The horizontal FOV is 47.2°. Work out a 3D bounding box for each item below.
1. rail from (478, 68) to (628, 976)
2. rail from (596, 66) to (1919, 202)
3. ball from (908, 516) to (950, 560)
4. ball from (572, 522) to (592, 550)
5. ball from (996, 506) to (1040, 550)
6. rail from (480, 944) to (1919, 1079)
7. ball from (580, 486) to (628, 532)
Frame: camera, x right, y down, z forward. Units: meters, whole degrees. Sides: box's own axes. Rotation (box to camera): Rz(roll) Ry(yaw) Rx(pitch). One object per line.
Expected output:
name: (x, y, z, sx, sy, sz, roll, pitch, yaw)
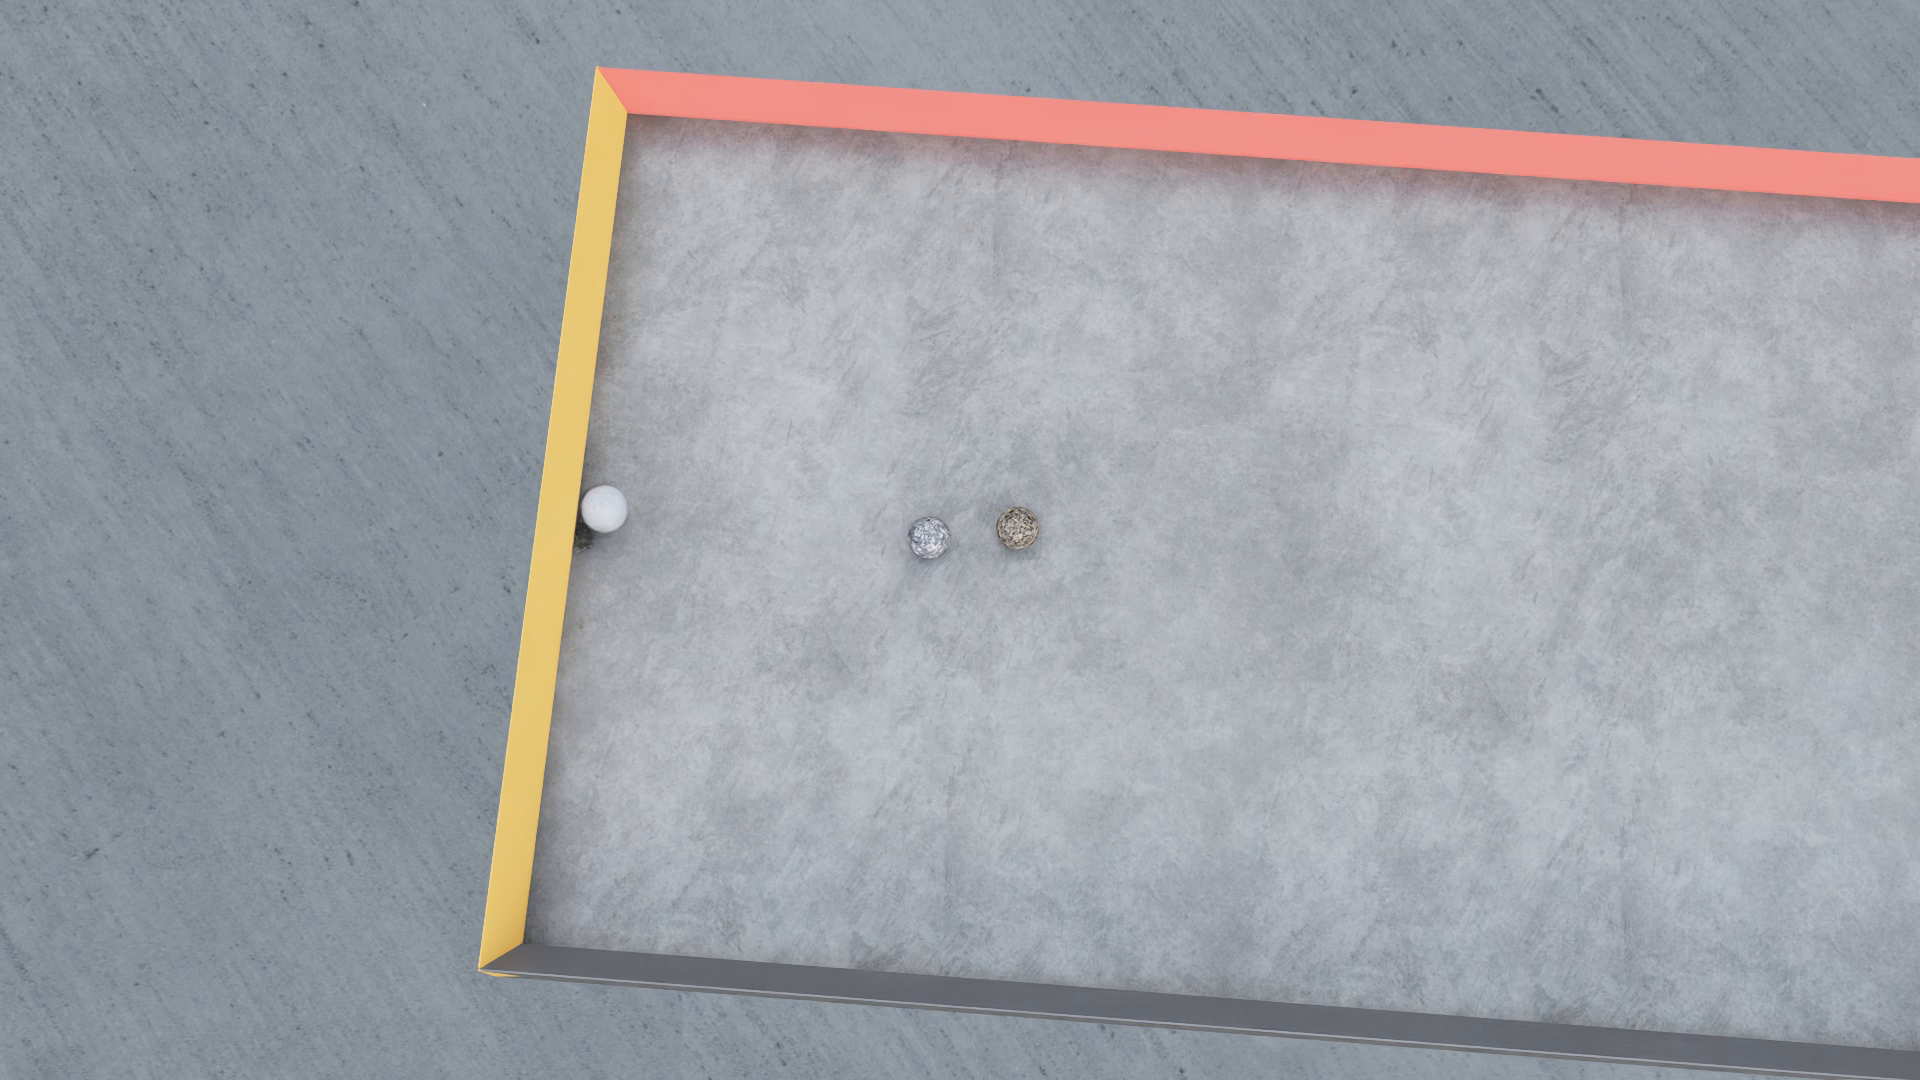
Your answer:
rail: (-0.603, -0.052, 3.336, 0.045, 0.121, 1.404, 4, 75, 1)
rail: (0.678, -0.615, 3.487, 2.512, 0.121, 0.045, 4, 75, 1)
ball: (-0.047, -0.003, 3.352, 0.066, 0.066, 0.066, 0, 75, 0)
ball: (-0.583, -0.005, 3.364, 0.043, 0.043, 0.043, 0, 75, 0)
ball: (0.088, -0.018, 3.356, 0.066, 0.066, 0.066, 0, 75, 0)
rail: (0.575, 0.691, 3.136, 2.512, 0.121, 0.045, 4, 75, 1)
ball: (-0.543, -0.047, 3.361, 0.072, 0.072, 0.072, 0, 75, 0)
